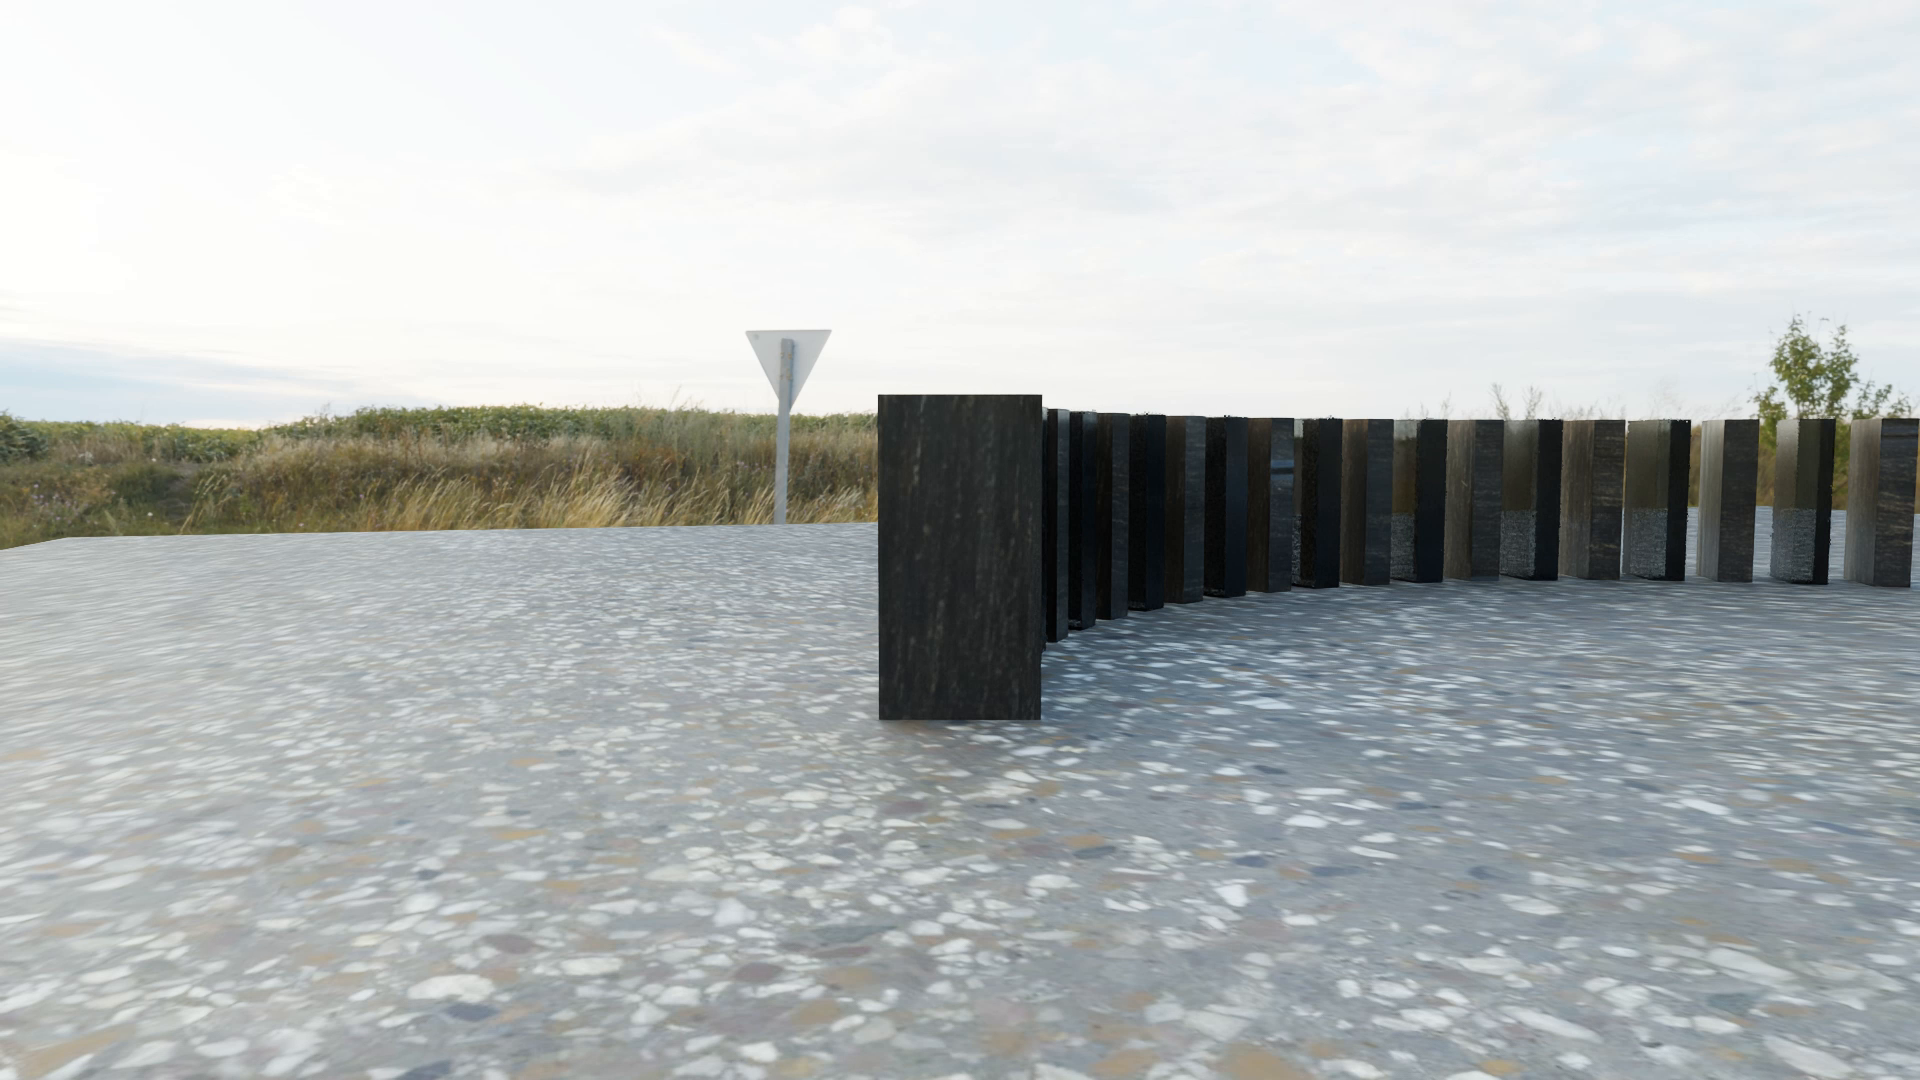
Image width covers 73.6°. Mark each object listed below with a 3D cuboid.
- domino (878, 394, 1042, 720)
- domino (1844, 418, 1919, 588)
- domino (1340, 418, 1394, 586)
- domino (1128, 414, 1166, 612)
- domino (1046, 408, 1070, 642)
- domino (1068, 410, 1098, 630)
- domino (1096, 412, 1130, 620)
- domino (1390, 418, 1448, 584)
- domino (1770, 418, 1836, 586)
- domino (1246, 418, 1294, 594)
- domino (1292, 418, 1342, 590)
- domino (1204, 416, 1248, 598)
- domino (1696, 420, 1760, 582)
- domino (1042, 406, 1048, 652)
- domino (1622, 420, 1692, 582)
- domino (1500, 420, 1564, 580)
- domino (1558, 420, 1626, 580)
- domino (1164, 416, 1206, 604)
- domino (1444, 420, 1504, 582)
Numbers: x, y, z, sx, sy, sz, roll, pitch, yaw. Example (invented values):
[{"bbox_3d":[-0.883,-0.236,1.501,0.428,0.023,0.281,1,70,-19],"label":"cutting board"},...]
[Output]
[{"bbox_3d":[0.000,0.002,0.201,0.025,0.050,0.009,0,4,0],"label":"domino"},{"bbox_3d":[0.281,-0.012,0.392,0.009,0.050,0.025,1,4,17],"label":"domino"},{"bbox_3d":[0.121,-0.012,0.396,0.010,0.050,0.025,-2,5,-22],"label":"domino"},{"bbox_3d":[0.040,-0.008,0.335,0.025,0.050,0.010,3,5,38],"label":"domino"},{"bbox_3d":[0.011,-0.004,0.281,0.025,0.050,0.010,2,5,20],"label":"domino"},{"bbox_3d":[0.018,-0.005,0.300,0.025,0.050,0.010,2,5,26],"label":"domino"},{"bbox_3d":[0.028,-0.006,0.318,0.025,0.050,0.009,3,5,32],"label":"domino"},{"bbox_3d":[0.140,-0.013,0.403,0.009,0.050,0.025,-1,4,-16],"label":"domino"},{"bbox_3d":[0.261,-0.012,0.398,0.010,0.050,0.025,2,5,19],"label":"domino"},{"bbox_3d":[0.085,-0.011,0.377,0.010,0.050,0.025,-3,5,-34],"label":"domino"},{"bbox_3d":[0.102,-0.012,0.388,0.009,0.050,0.025,-2,5,-28],"label":"domino"},{"bbox_3d":[0.069,-0.010,0.365,0.009,0.050,0.025,-4,6,-40],"label":"domino"},{"bbox_3d":[0.242,-0.013,0.405,0.009,0.050,0.025,1,4,16],"label":"domino"},{"bbox_3d":[0.005,-0.002,0.262,0.025,0.050,0.010,1,4,14],"label":"domino"},{"bbox_3d":[0.222,-0.013,0.409,0.009,0.050,0.025,1,4,8],"label":"domino"},{"bbox_3d":[0.181,-0.013,0.410,0.009,0.050,0.025,0,4,-4],"label":"domino"},{"bbox_3d":[0.201,-0.013,0.411,0.009,0.050,0.025,0,4,2],"label":"domino"},{"bbox_3d":[0.054,-0.009,0.351,0.025,0.050,0.009,4,6,44],"label":"domino"},{"bbox_3d":[0.160,-0.013,0.408,0.009,0.050,0.025,-1,4,-10],"label":"domino"}]
